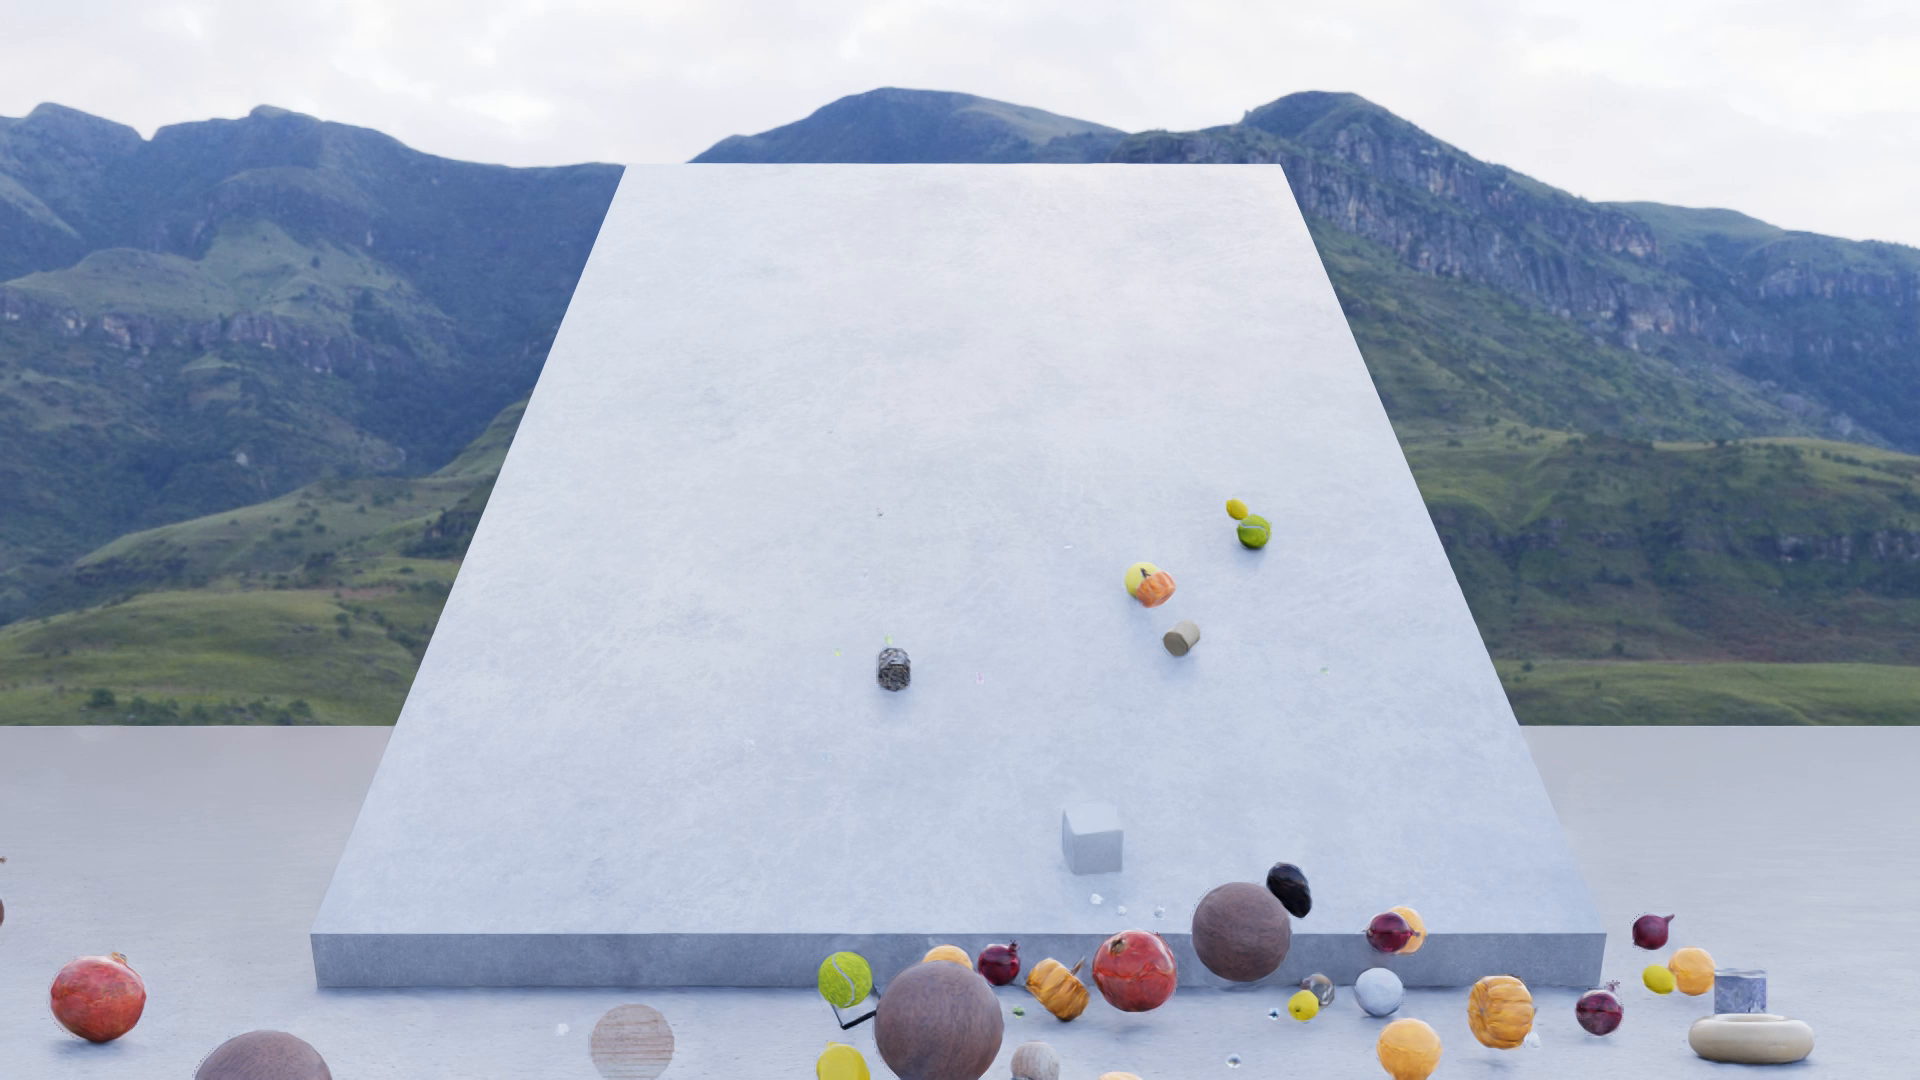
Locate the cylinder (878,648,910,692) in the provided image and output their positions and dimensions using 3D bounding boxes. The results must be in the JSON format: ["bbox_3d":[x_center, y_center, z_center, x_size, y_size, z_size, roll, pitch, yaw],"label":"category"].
[{"bbox_3d":[-0.121,0.237,4.320,0.059,0.059,0.059,0,27,-4],"label":"cylinder"}]

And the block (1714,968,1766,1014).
[{"bbox_3d":[1.038,0.609,3.136,0.065,0.065,0.065,-1,-1,17],"label":"block"}]

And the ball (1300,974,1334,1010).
[{"bbox_3d":[0.512,0.648,3.381,0.050,0.050,0.050,0,-4,0],"label":"ball"}]

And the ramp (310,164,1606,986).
[{"bbox_3d":[-0.010,-0.229,5.453,2.000,0.100,4.000,0,26,0],"label":"ramp"}]

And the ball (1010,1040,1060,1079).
[{"bbox_3d":[0.085,0.589,2.640,0.056,0.056,0.056,0,-4,0],"label":"ball"}]

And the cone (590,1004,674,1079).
[{"bbox_3d":[-0.378,0.591,2.723,0.095,0.095,0.095,1,-21,-7],"label":"cone"}]

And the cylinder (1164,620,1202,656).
[{"bbox_3d":[0.417,0.183,4.428,0.052,0.052,0.052,-4,23,41],"label":"cylinder"}]

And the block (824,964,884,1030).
[{"bbox_3d":[-0.144,0.617,3.186,0.061,0.061,0.061,-25,0,-4],"label":"block"}]

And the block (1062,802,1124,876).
[{"bbox_3d":[0.214,0.482,3.799,0.080,0.080,0.080,-5,27,-10],"label":"block"}]

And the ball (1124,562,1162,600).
[{"bbox_3d":[0.361,0.080,4.627,0.075,0.075,0.075,0,-4,0],"label":"ball"}]

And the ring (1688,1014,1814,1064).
[{"bbox_3d":[0.972,0.613,2.898,0.148,0.049,0.148,-1,-5,0],"label":"ring"}]

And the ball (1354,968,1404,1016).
[{"bbox_3d":[0.587,0.634,3.304,0.068,0.068,0.068,0,-4,0],"label":"ball"}]
